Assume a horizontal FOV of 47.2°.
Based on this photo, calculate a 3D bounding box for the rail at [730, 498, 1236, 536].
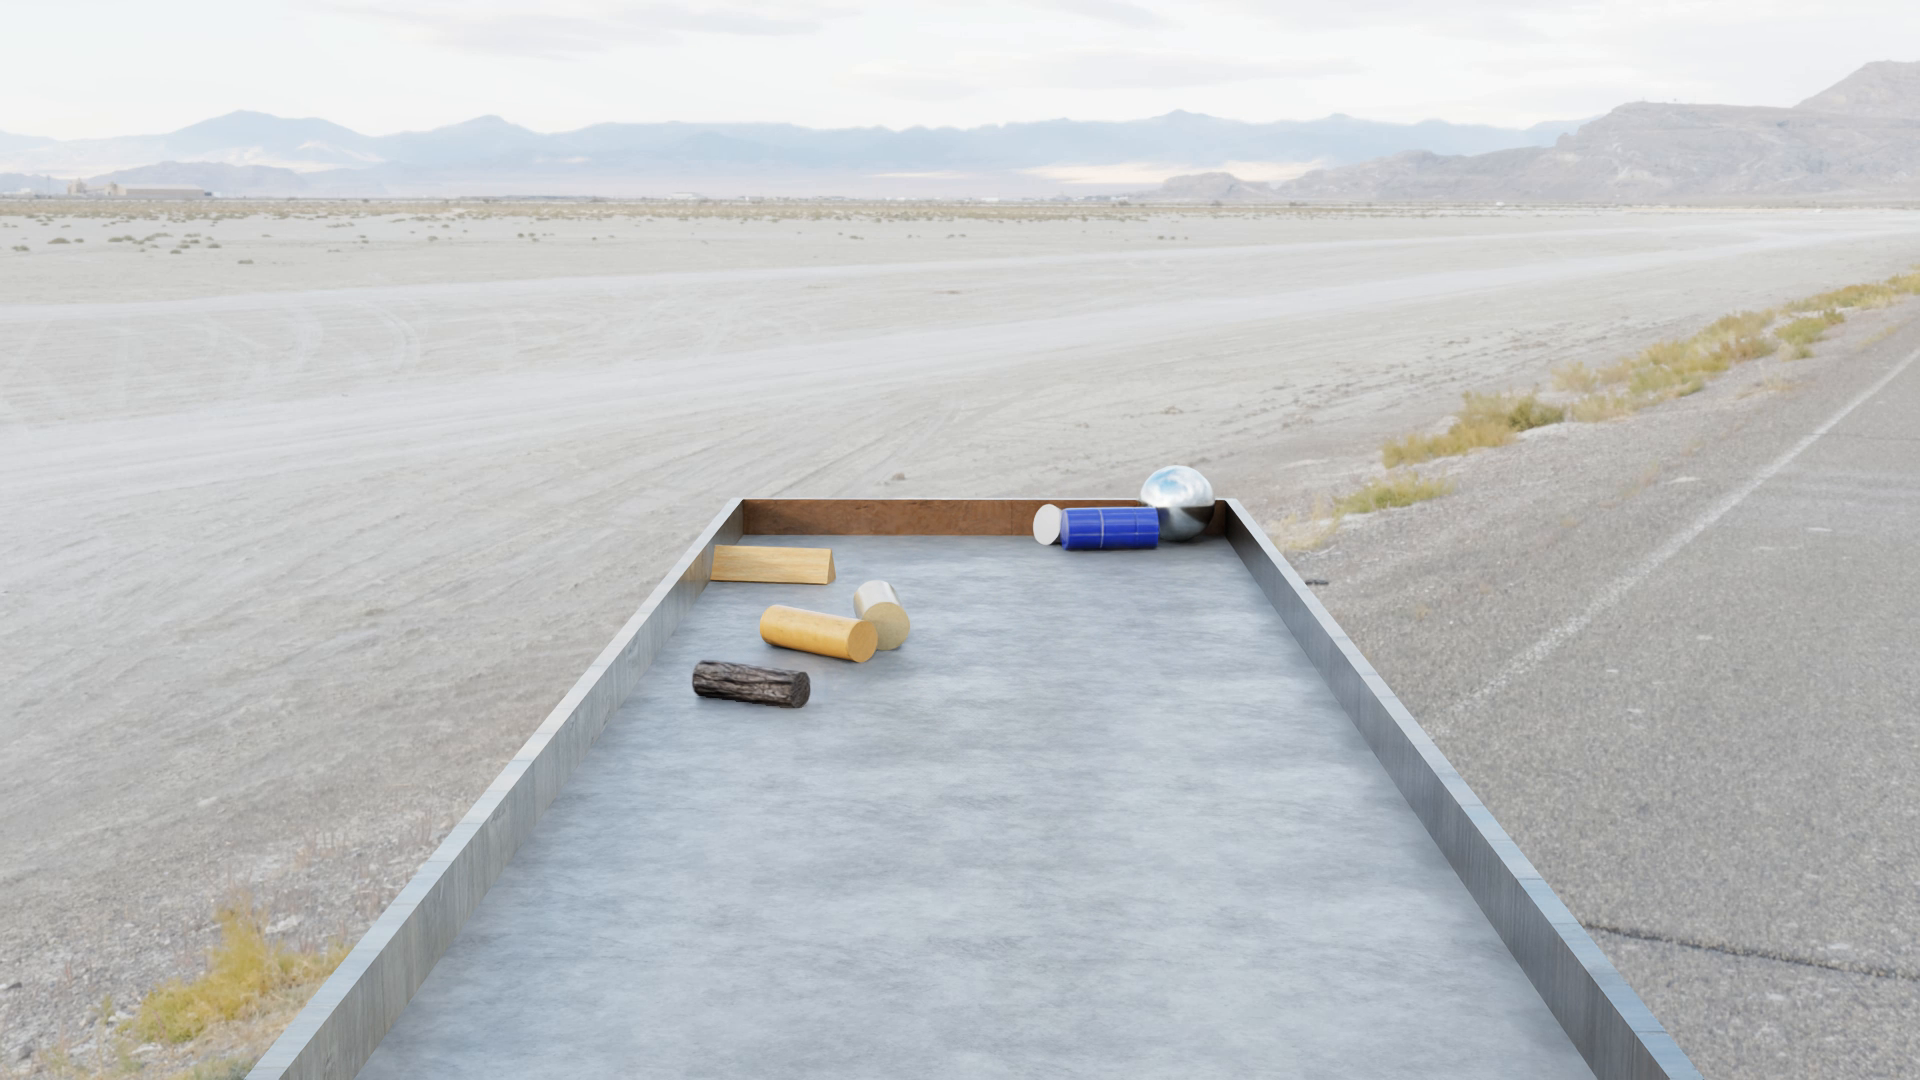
[{"bbox_3d":[0.099,-0.098,9.147,2.100,0.150,0.050,0,9,1],"label":"rail"}]

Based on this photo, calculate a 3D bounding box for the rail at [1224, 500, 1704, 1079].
[{"bbox_3d":[1.046,0.843,3.208,0.050,0.150,12.000,0,9,1],"label":"rail"}]

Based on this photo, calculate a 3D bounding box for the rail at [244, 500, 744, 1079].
[{"bbox_3d":[-1.004,0.839,3.234,0.050,0.150,12.000,0,9,1],"label":"rail"}]

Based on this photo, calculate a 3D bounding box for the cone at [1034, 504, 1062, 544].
[{"bbox_3d":[0.487,-0.041,9.010,0.359,0.165,0.165,9,1,-41],"label":"cone"}]

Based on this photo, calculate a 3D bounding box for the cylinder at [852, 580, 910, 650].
[{"bbox_3d":[-0.253,0.237,7.023,0.153,0.153,0.394,-1,9,-6],"label":"cylinder"}]

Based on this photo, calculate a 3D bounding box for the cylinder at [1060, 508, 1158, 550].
[{"bbox_3d":[0.595,-0.045,8.764,0.365,0.165,0.165,-1,9,-8],"label":"cylinder"}]

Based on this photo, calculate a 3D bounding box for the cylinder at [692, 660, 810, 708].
[{"bbox_3d":[-0.584,0.401,6.149,0.331,0.103,0.103,5,10,29],"label":"cylinder"}]

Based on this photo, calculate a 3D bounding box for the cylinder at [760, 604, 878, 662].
[{"bbox_3d":[-0.439,0.287,6.791,0.389,0.128,0.128,8,12,42],"label":"cylinder"}]

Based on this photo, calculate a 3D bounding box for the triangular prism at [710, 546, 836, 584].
[{"bbox_3d":[-0.685,0.084,8.071,0.438,0.120,0.139,2,10,11],"label":"triangular prism"}]

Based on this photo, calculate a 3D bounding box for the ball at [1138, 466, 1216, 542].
[{"bbox_3d":[0.882,-0.148,8.945,0.313,0.313,0.313,0,9,0],"label":"ball"}]
